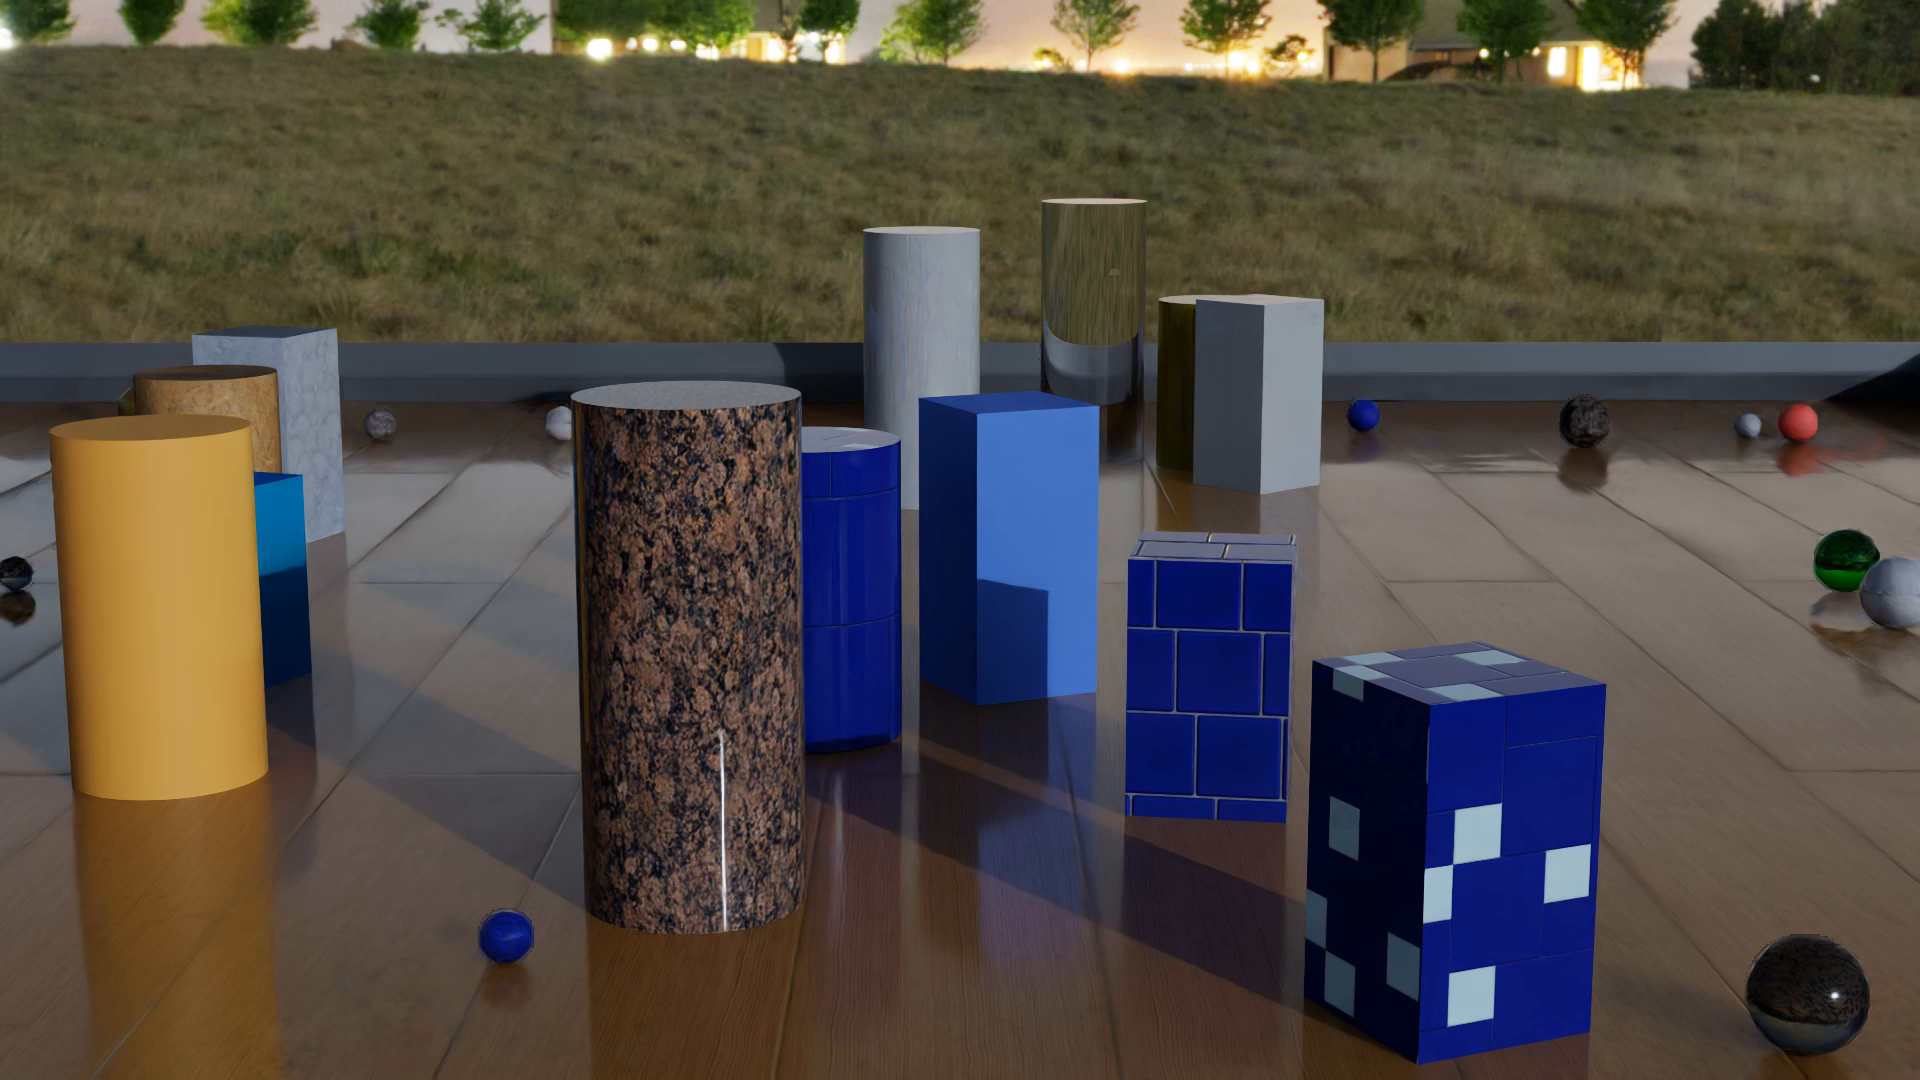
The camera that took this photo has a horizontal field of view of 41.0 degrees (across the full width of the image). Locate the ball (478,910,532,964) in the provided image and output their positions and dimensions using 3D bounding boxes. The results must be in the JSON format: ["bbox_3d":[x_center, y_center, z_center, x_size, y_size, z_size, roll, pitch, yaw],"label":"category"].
[{"bbox_3d":[-0.373,0.326,2.105,0.043,0.043,0.043,0,11,0],"label":"ball"}]

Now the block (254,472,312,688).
[{"bbox_3d":[-0.889,0.049,3.051,0.157,0.243,0.157,4,11,22],"label":"block"}]

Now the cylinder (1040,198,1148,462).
[{"bbox_3d":[0.249,-0.395,4.804,0.196,0.476,0.196,0,11,0],"label":"cylinder"}]

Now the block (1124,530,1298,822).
[{"bbox_3d":[0.252,0.133,2.561,0.157,0.256,0.157,2,11,9],"label":"block"}]

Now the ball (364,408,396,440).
[{"bbox_3d":[-1.140,-0.228,5.039,0.062,0.062,0.062,0,11,0],"label":"ball"}]

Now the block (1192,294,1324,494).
[{"bbox_3d":[0.520,-0.258,4.480,0.157,0.325,0.157,-9,14,-41],"label":"block"}]

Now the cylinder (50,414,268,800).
[{"bbox_3d":[-0.820,0.064,2.635,0.196,0.364,0.196,0,11,0],"label":"cylinder"}]

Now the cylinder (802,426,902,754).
[{"bbox_3d":[-0.162,0.051,2.811,0.196,0.326,0.196,0,11,0],"label":"cylinder"}]

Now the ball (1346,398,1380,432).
[{"bbox_3d":[0.810,-0.251,5.149,0.067,0.067,0.067,0,11,0],"label":"ball"}]

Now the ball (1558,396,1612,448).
[{"bbox_3d":[1.203,-0.227,4.937,0.098,0.098,0.098,0,11,0],"label":"ball"}]

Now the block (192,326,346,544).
[{"bbox_3d":[-1.070,-0.163,3.980,0.157,0.321,0.157,3,11,16],"label":"block"}]

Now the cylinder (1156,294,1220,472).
[{"bbox_3d":[0.461,-0.290,4.714,0.196,0.303,0.196,0,11,0],"label":"cylinder"}]

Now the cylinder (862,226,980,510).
[{"bbox_3d":[-0.064,-0.292,4.309,0.196,0.455,0.196,0,11,0],"label":"cylinder"}]

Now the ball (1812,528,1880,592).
[{"bbox_3d":[1.238,0.028,3.584,0.089,0.089,0.089,0,11,0],"label":"ball"}]

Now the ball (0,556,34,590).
[{"bbox_3d":[-1.326,0.046,3.601,0.048,0.048,0.048,0,11,0],"label":"ball"}]

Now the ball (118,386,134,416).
[{"bbox_3d":[-1.649,-0.265,5.165,0.090,0.090,0.090,0,11,0],"label":"ball"}]

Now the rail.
[{"bbox_3d":[-0.013,-0.363,5.585,4.287,0.127,0.045,0,11,0],"label":"rail"}]

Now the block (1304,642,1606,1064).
[{"bbox_3d":[0.376,0.234,1.970,0.157,0.273,0.157,-5,12,-24],"label":"block"}]

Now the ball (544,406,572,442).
[{"bbox_3d":[-0.778,-0.227,5.018,0.068,0.068,0.068,0,11,0],"label":"ball"}]

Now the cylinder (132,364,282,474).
[{"bbox_3d":[-1.064,-0.090,3.646,0.196,0.298,0.196,0,11,0],"label":"cylinder"}]

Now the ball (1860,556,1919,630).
[{"bbox_3d":[1.224,0.069,3.346,0.096,0.096,0.096,0,11,0],"label":"ball"}]

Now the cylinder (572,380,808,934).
[{"bbox_3d":[-0.234,0.096,2.232,0.196,0.448,0.196,0,11,0],"label":"cylinder"}]

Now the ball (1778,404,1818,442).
[{"bbox_3d":[1.637,-0.229,5.009,0.075,0.075,0.075,0,11,0],"label":"ball"}]

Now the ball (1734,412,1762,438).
[{"bbox_3d":[1.553,-0.225,5.055,0.051,0.051,0.051,0,11,0],"label":"ball"}]

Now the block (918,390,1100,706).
[{"bbox_3d":[0.056,0.005,3.023,0.157,0.339,0.157,-5,12,-25],"label":"block"}]

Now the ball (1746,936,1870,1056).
[{"bbox_3d":[0.631,0.339,1.909,0.088,0.088,0.088,0,11,0],"label":"ball"}]
